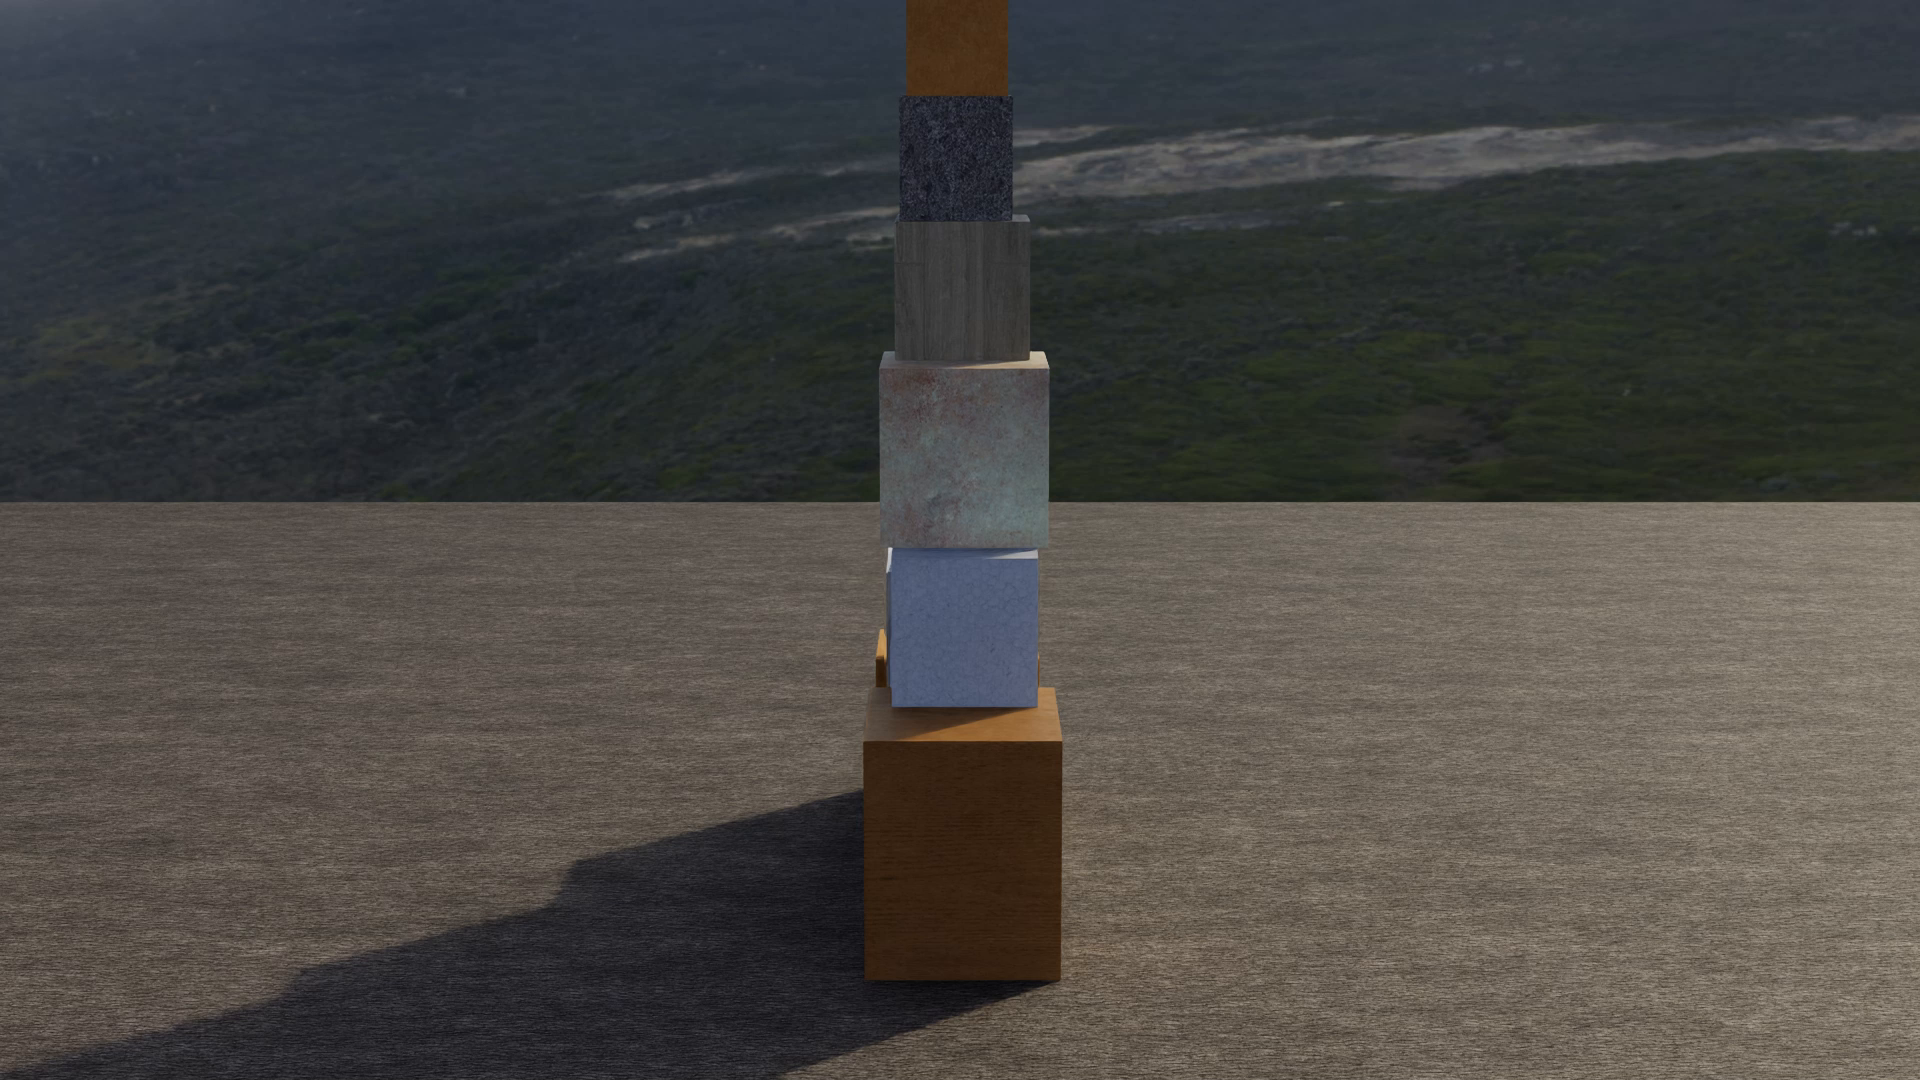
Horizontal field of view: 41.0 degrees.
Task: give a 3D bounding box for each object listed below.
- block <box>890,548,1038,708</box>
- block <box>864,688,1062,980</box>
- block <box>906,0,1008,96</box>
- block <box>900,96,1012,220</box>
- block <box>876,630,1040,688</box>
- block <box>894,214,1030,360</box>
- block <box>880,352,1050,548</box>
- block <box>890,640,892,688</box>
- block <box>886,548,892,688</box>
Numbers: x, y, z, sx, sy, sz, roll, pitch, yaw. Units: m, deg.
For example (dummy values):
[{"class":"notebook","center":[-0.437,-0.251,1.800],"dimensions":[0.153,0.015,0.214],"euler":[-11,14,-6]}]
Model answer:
[{"class":"block","center":[0.019,0.332,10.614],"dimensions":[0.593,0.614,0.502],"euler":[0,10,0]},{"class":"block","center":[0.011,1.173,10.411],"dimensions":[0.769,0.968,0.883],"euler":[0,10,0]},{"class":"block","center":[-0.011,-2.106,10.813],"dimensions":[0.419,0.462,0.429],"euler":[0,10,0]},{"class":"block","center":[-0.016,-1.626,10.898],"dimensions":[0.471,0.513,0.463],"euler":[0,10,0]},{"class":"block","center":[-0.012,0.892,12.433],"dimensions":[0.767,0.796,0.670],"euler":[0,10,0]},{"class":"block","center":[0.010,-1.089,10.992],"dimensions":[0.564,0.577,0.619],"euler":[0,10,0]},{"class":"block","center":[0.017,-0.392,10.825],"dimensions":[0.692,0.738,0.687],"euler":[0,10,0]},{"class":"block","center":[-0.018,0.663,11.213],"dimensions":[0.561,0.505,0.548],"euler":[0,11,0]},{"class":"block","center":[0.007,0.339,11.770],"dimensions":[0.671,0.554,0.665],"euler":[0,13,0]}]
